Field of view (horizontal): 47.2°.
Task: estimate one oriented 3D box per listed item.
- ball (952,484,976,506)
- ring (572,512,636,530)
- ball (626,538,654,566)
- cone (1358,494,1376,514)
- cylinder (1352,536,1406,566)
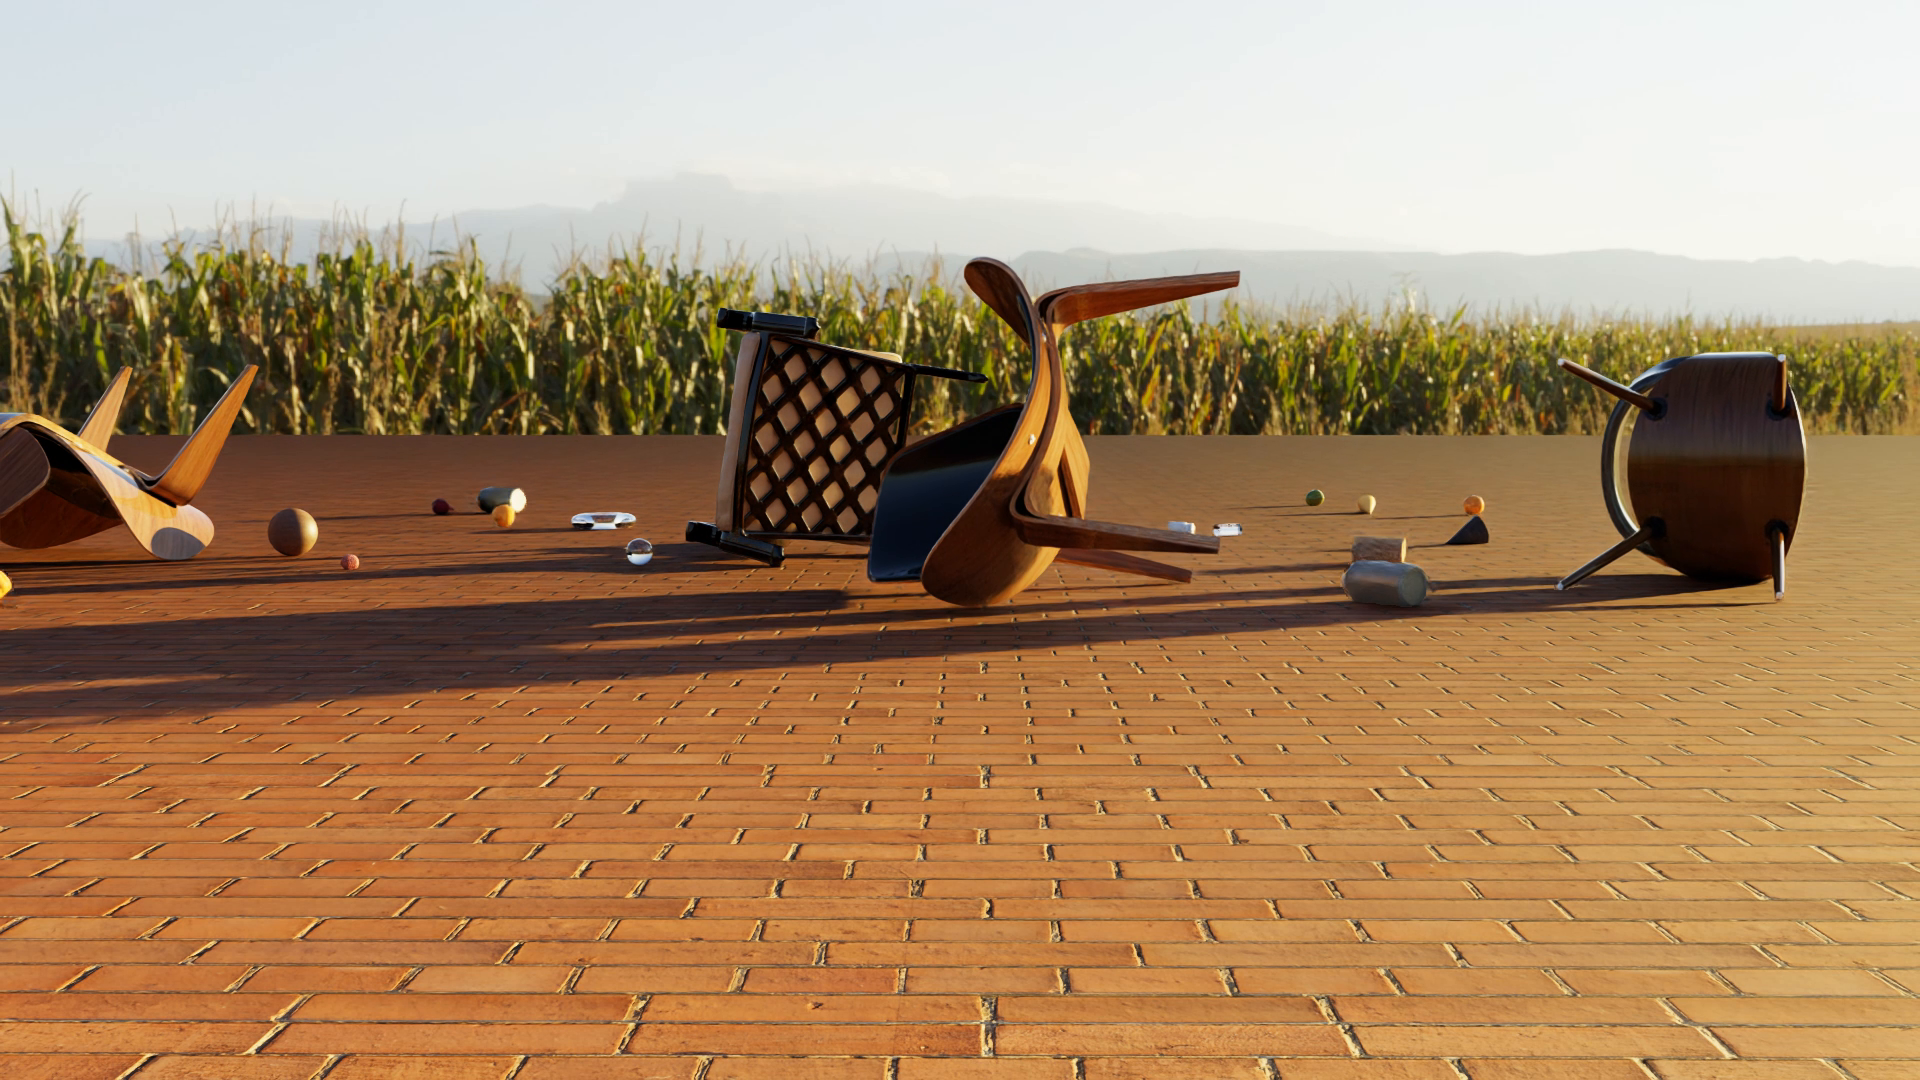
[{"bbox_3d":[0.015,-0.173,8.404,0.090,0.090,0.090,0,4,0],"label":"ball"},{"bbox_3d":[-1.149,-0.061,7.094,0.207,0.049,0.213,1,4,25],"label":"ring"},{"bbox_3d":[-0.817,0.030,5.601,0.069,0.069,0.069,0,4,0],"label":"ball"},{"bbox_3d":[1.479,-0.113,7.960,0.067,0.065,0.134,40,16,-9],"label":"cone"},{"bbox_3d":[1.074,0.028,5.639,0.125,0.065,0.106,4,22,17],"label":"cylinder"}]
